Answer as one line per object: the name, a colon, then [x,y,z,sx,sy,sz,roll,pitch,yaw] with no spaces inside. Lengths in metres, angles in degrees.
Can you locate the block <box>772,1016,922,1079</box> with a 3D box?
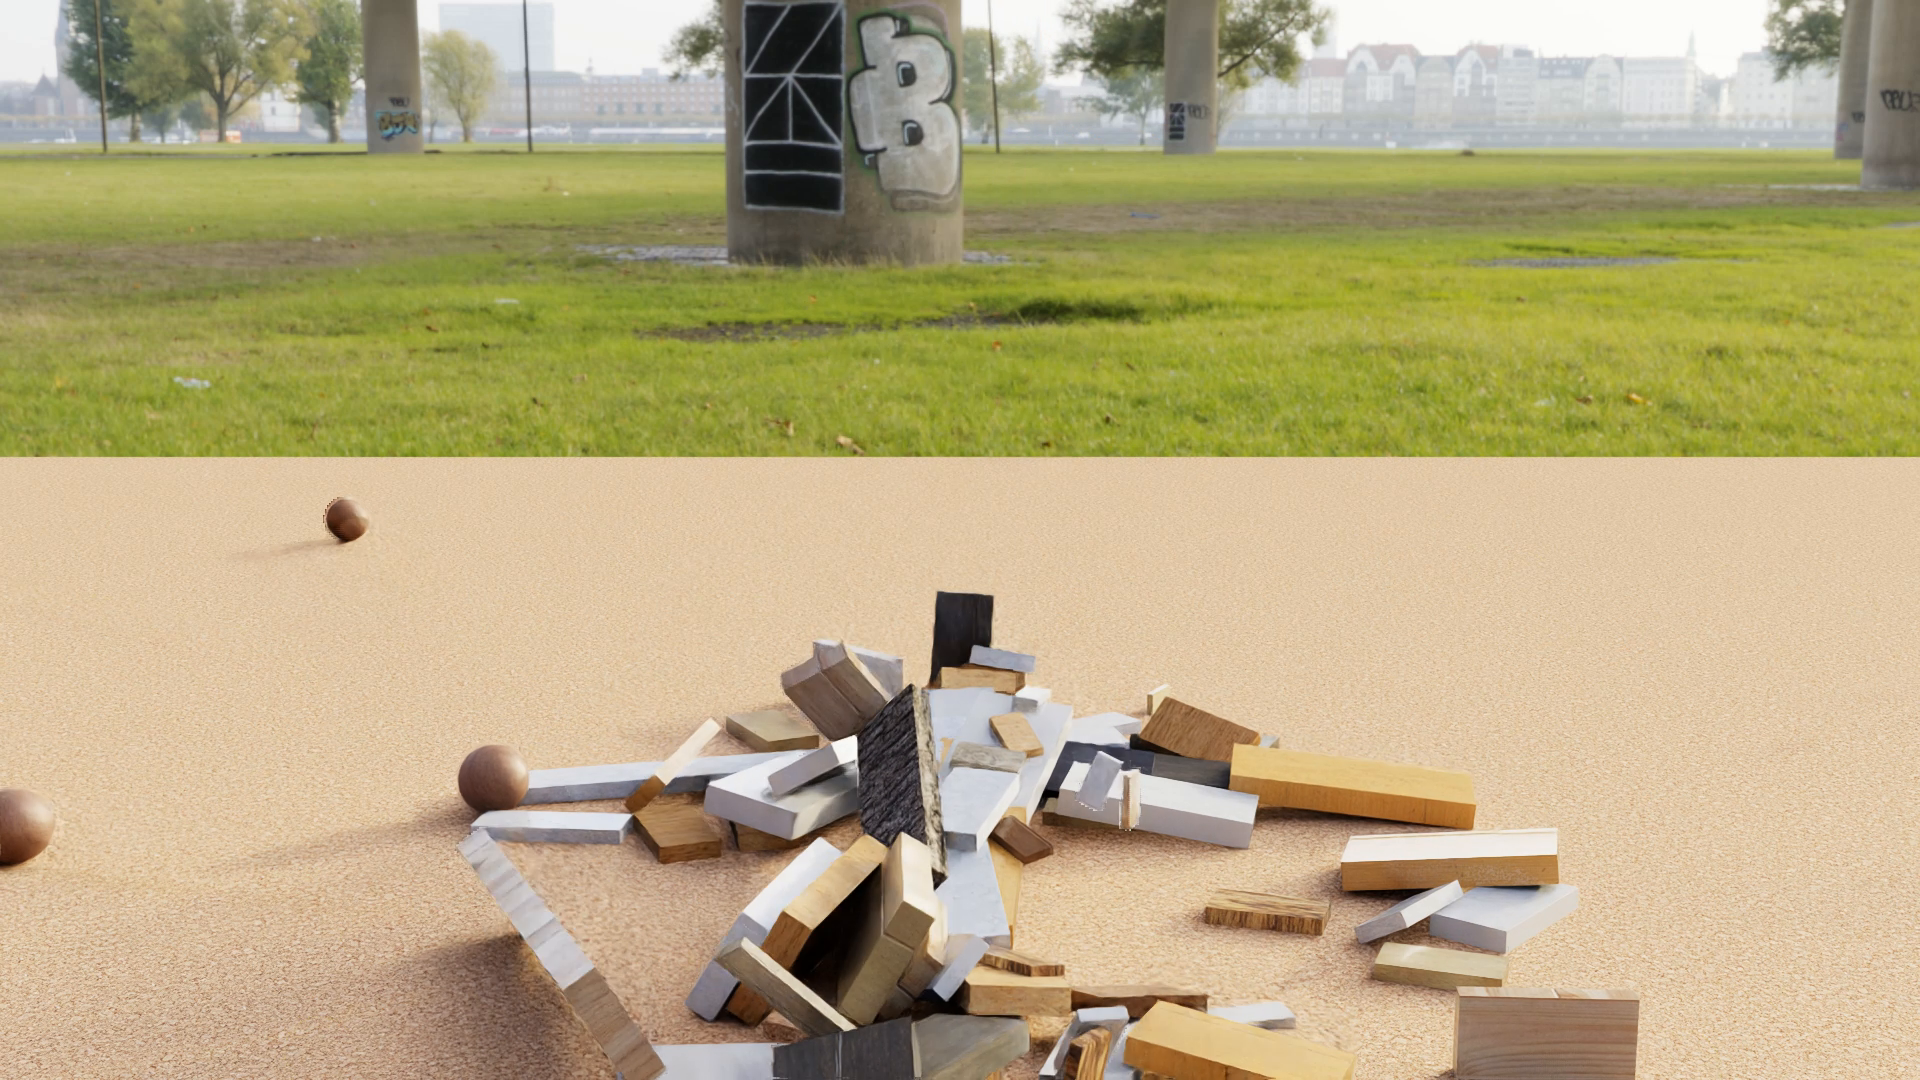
block: [-0.130,0.685,2.552,0.173,0.049,0.346,-13,20,1]

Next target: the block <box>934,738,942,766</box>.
block: [-0.056,0.395,3.898,0.017,0.060,0.121,36,10,-7]

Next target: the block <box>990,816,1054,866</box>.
block: [0.096,0.490,3.595,0.057,0.016,0.113,-15,29,-31]

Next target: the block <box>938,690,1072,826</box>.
block: [0.073,0.388,3.886,0.173,0.049,0.346,9,29,14]

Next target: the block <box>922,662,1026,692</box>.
block: [0.017,0.316,4.624,0.127,0.036,0.310,11,-19,-19]

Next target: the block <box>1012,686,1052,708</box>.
block: [0.131,0.285,4.011,0.047,0.013,0.095,9,10,16]

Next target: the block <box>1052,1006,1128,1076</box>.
block: [0.168,0.648,2.842,0.066,0.131,0.019,-1,46,-18]

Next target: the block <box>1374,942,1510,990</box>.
block: [0.724,0.644,3.305,0.187,0.027,0.094,4,11,20]

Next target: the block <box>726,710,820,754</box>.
block: [-0.393,0.402,4.593,0.114,0.032,0.228,-6,12,-28]

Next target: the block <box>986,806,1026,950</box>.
block: [0.011,0.542,3.564,0.173,0.049,0.347,1,25,5]

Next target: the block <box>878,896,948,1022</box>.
block: [-0.069,0.600,3.162,0.032,0.113,0.227,41,9,-7]

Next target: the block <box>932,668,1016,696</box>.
block: [0.014,0.328,4.435,0.148,0.042,0.297,5,-22,-8]

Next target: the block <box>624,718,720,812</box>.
block: [-0.540,0.425,4.141,0.109,0.031,0.218,-44,2,33]

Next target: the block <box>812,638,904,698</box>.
block: [-0.226,0.305,4.845,0.037,0.131,0.261,-10,14,-43]

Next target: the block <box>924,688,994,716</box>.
block: [-0.002,0.394,4.176,0.149,0.042,0.297,-2,36,-1]

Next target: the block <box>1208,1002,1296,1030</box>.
block: [0.413,0.682,3.130,0.117,0.017,0.058,-3,11,-14]

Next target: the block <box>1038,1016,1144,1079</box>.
block: [0.193,0.700,2.985,0.118,0.033,0.236,3,11,16]

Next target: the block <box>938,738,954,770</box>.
block: [0.026,0.468,3.838,0.173,0.049,0.347,5,28,7]

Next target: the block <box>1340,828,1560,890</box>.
block: [0.823,0.535,3.685,0.347,0.049,0.174,-5,6,16]

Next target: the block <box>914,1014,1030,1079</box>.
block: [-0.037,0.666,2.813,0.141,0.040,0.282,-2,3,28]

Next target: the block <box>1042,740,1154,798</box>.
block: [0.253,0.441,4.151,0.217,0.108,0.031,7,-33,9]

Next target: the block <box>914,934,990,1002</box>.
block: [-0.026,0.607,3.124,0.098,0.028,0.195,-50,6,-19]

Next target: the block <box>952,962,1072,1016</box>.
block: [0.059,0.633,3.136,0.141,0.040,0.282,3,-2,-9]

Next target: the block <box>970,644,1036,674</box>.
block: [0.087,0.242,4.477,0.127,0.036,0.254,10,-3,2]

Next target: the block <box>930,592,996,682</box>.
block: [0.005,0.245,4.827,0.127,0.254,0.036,3,-7,8]

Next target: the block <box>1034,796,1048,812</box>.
block: [0.121,0.490,4.166,0.056,0.016,0.112,-7,13,-33]

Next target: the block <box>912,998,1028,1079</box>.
block: [-0.004,0.695,2.993,0.141,0.040,0.282,2,11,13]

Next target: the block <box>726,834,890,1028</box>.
block: [-0.218,0.574,3.263,0.051,0.180,0.359,32,17,9]

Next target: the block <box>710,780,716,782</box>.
block: [-0.381,0.481,4.185,0.188,0.027,0.094,-1,11,-6]

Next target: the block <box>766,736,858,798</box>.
block: [-0.219,0.395,3.974,0.144,0.041,0.287,-29,-8,21]

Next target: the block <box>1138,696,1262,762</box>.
block: [0.474,0.394,4.353,0.217,0.031,0.108,21,61,32]

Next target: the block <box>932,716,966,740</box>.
block: [-0.006,0.437,4.042,0.148,0.042,0.297,0,36,-1]

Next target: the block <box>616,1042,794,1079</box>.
block: [-0.310,0.712,2.904,0.278,0.039,0.139,-1,11,-3]
